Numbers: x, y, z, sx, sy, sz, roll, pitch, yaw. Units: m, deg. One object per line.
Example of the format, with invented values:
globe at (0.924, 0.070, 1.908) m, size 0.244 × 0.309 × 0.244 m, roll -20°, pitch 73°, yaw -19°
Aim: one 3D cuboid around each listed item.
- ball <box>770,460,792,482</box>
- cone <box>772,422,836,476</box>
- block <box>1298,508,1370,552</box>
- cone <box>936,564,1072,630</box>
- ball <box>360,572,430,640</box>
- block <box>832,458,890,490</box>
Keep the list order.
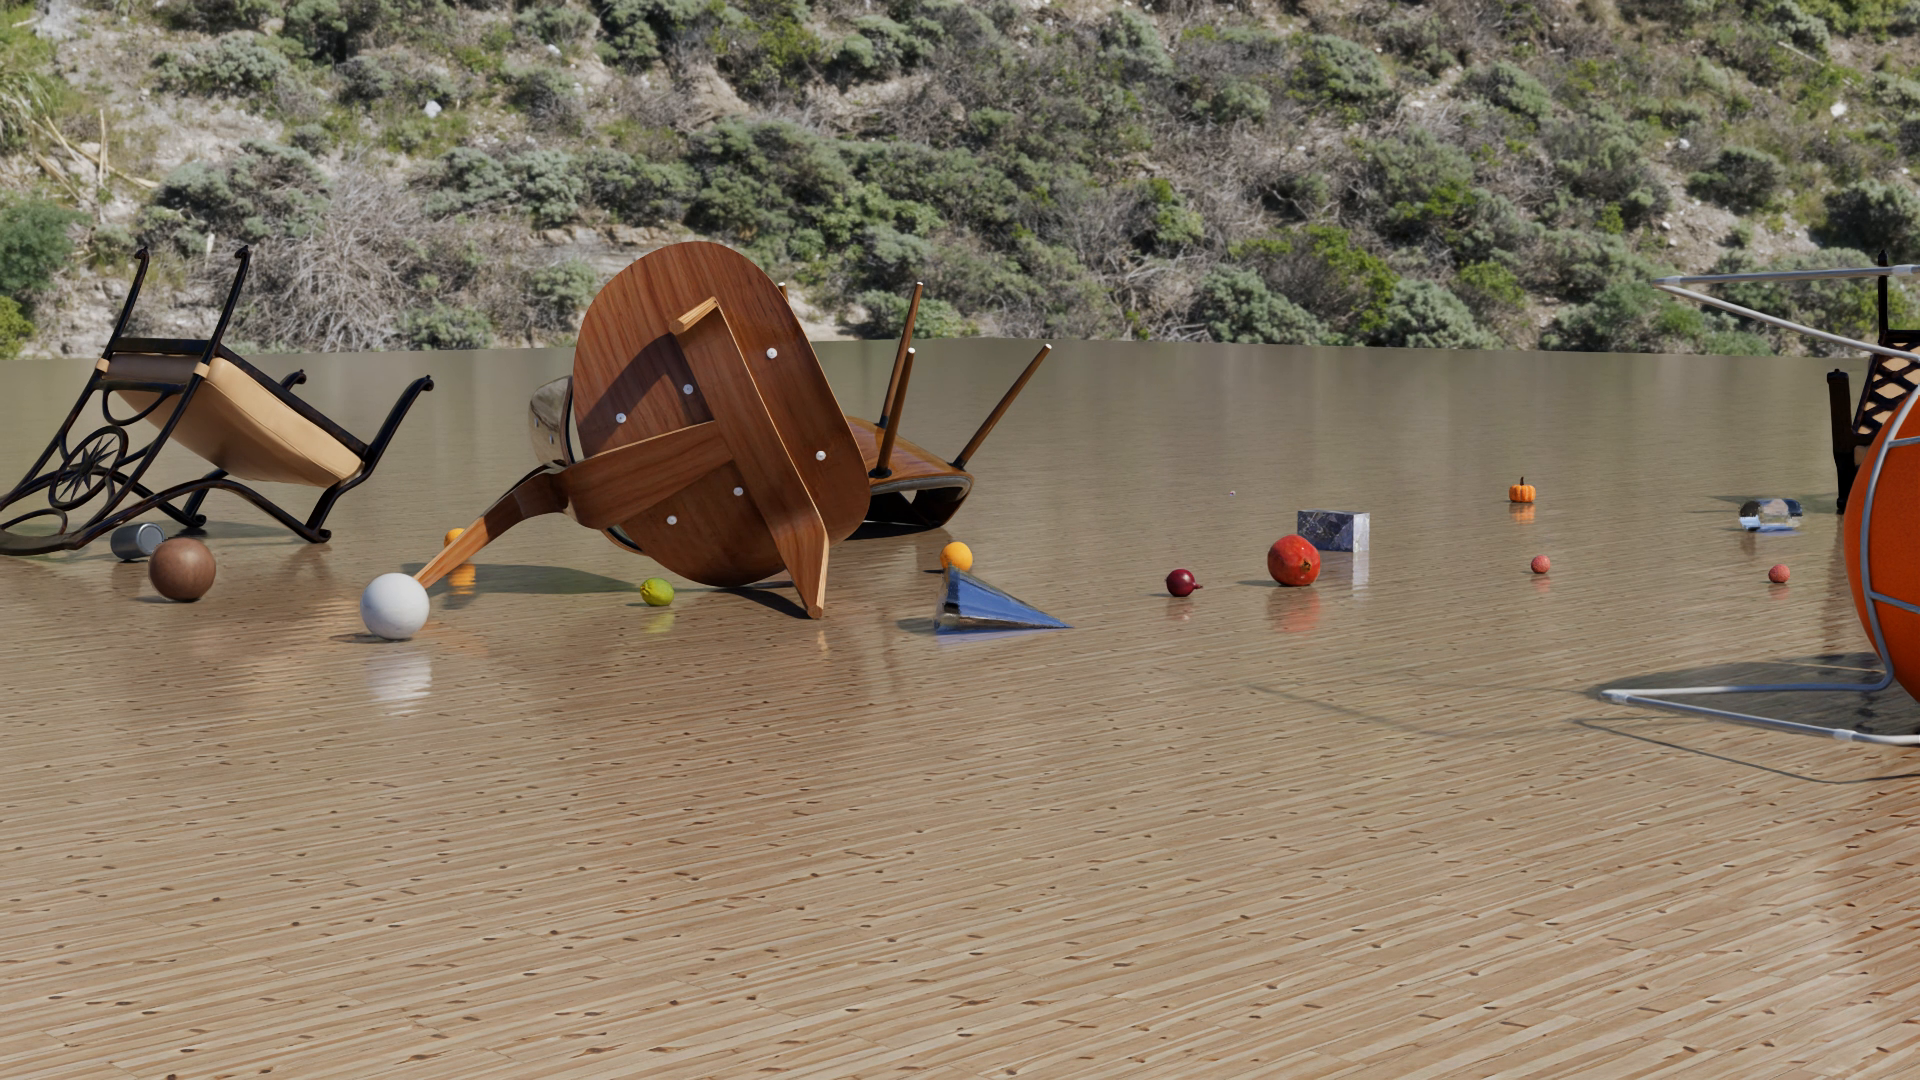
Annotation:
ball at (-0.572, -0.220, 8.184) m, size 0.074 × 0.074 × 0.074 m, roll 0°, pitch 6°, yaw 0°
cone at (-0.509, -0.261, 8.528) m, size 0.213 × 0.198 × 0.170 m, roll -2°, pitch 37°, yaw -9°
block at (0.902, -0.023, 6.201) m, size 0.159 × 0.090 × 0.071 m, roll 5°, pitch 8°, yaw 40°
cone at (0.091, 0.135, 4.804) m, size 0.254 × 0.123 × 0.243 m, roll 13°, pitch 10°, yaw -4°
ball at (-1.022, 0.121, 4.639) m, size 0.124 × 0.124 × 0.124 m, roll 0°, pitch 6°, yaw 0°
block at (-0.306, -0.207, 7.998) m, size 0.141 × 0.088 × 0.119 m, roll -4°, pitch 7°, yaw -31°
